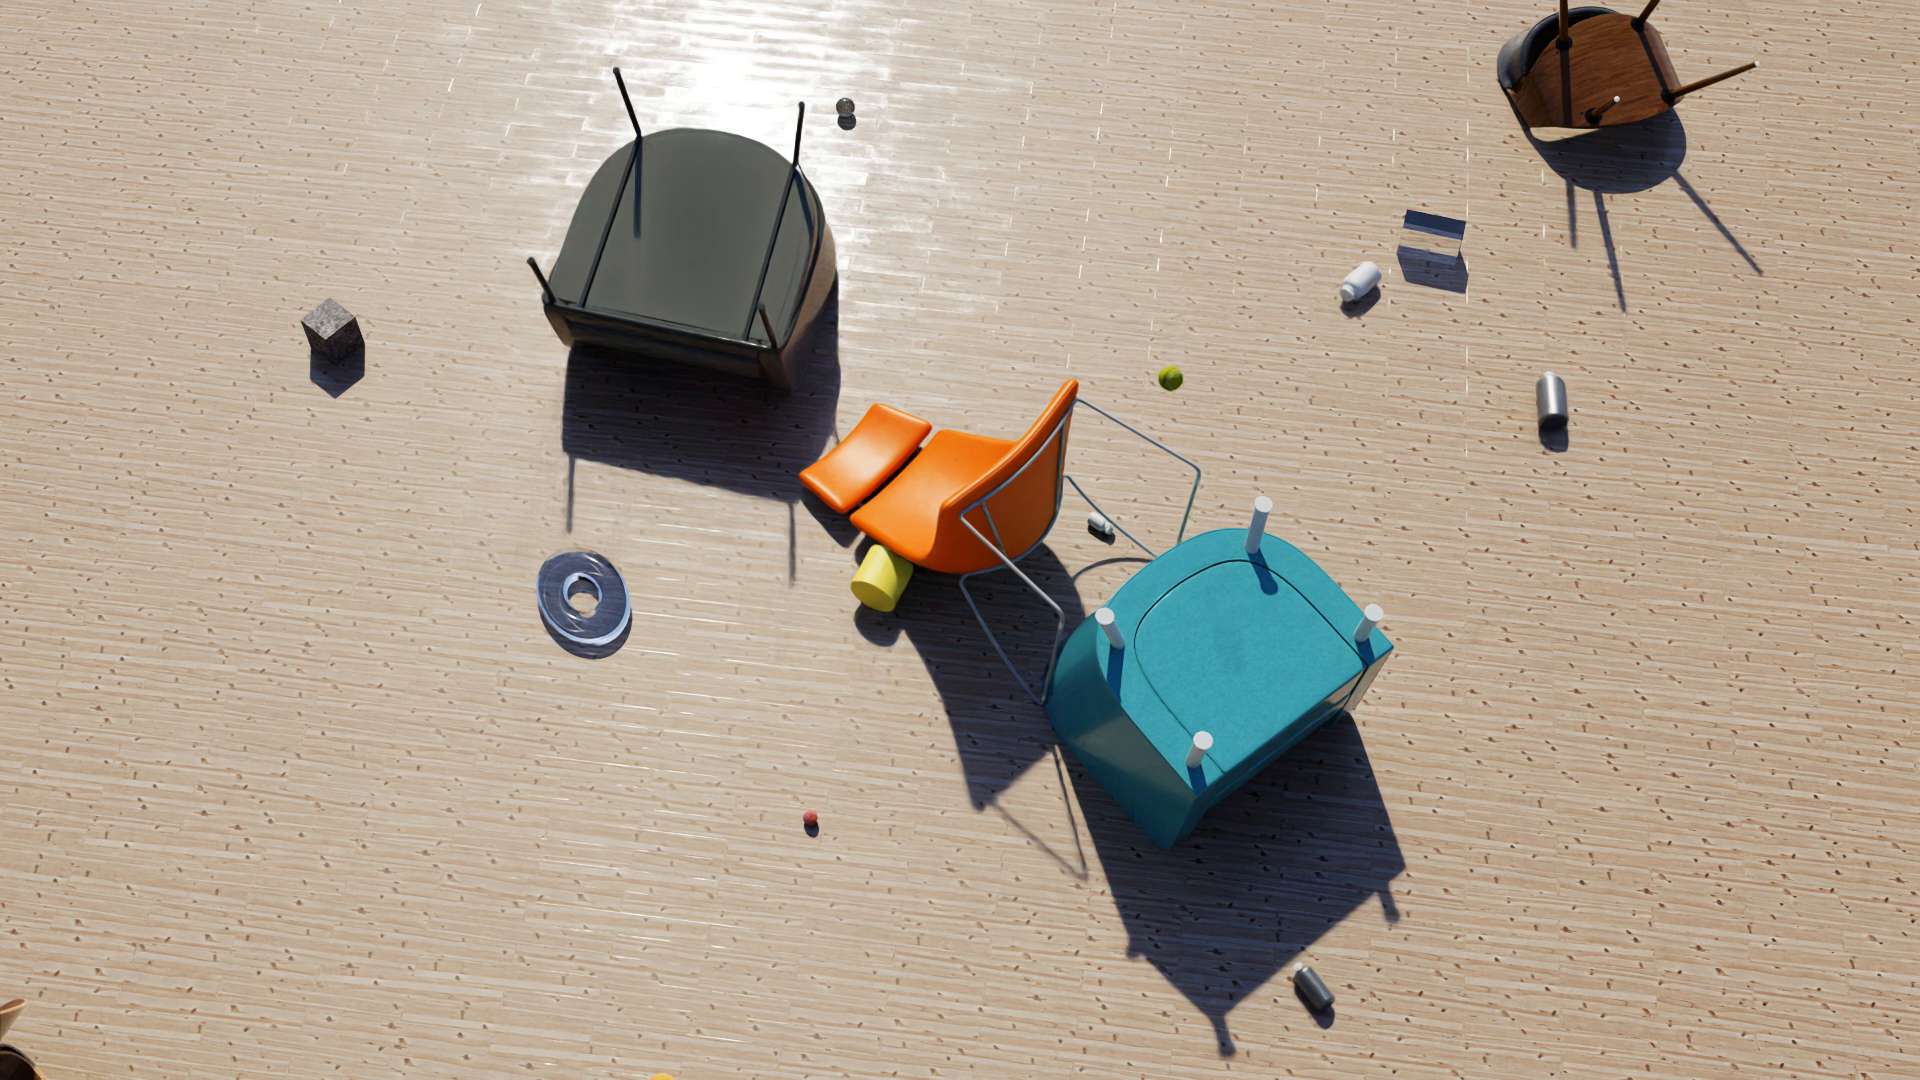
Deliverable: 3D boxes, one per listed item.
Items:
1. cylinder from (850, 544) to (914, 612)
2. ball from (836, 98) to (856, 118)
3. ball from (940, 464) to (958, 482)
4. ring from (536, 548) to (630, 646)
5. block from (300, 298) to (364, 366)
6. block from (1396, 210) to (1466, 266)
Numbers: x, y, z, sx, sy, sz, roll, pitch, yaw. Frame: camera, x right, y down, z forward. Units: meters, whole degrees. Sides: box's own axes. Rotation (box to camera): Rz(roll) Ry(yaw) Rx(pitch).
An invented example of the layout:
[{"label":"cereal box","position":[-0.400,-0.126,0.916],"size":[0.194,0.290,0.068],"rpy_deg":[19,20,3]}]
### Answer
[{"label":"cylinder","position":[-0.227,0.112,6.418],"size":[0.147,0.129,0.136],"rpy_deg":[37,58,-14]},{"label":"ball","position":[-0.392,-1.482,7.528],"size":[0.067,0.067,0.067],"rpy_deg":[0,56,0]},{"label":"ball","position":[-0.035,-0.202,6.675],"size":[0.057,0.057,0.057],"rpy_deg":[0,56,0]},{"label":"ring","position":[-1.102,0.163,6.433],"size":[0.258,0.053,0.363],"rpy_deg":[-25,59,-15]},{"label":"block","position":[-1.977,-0.656,6.933],"size":[0.122,0.135,0.121],"rpy_deg":[35,63,21]},{"label":"block","position":[1.533,-0.984,7.159],"size":[0.194,0.125,0.085],"rpy_deg":[13,57,9]}]
